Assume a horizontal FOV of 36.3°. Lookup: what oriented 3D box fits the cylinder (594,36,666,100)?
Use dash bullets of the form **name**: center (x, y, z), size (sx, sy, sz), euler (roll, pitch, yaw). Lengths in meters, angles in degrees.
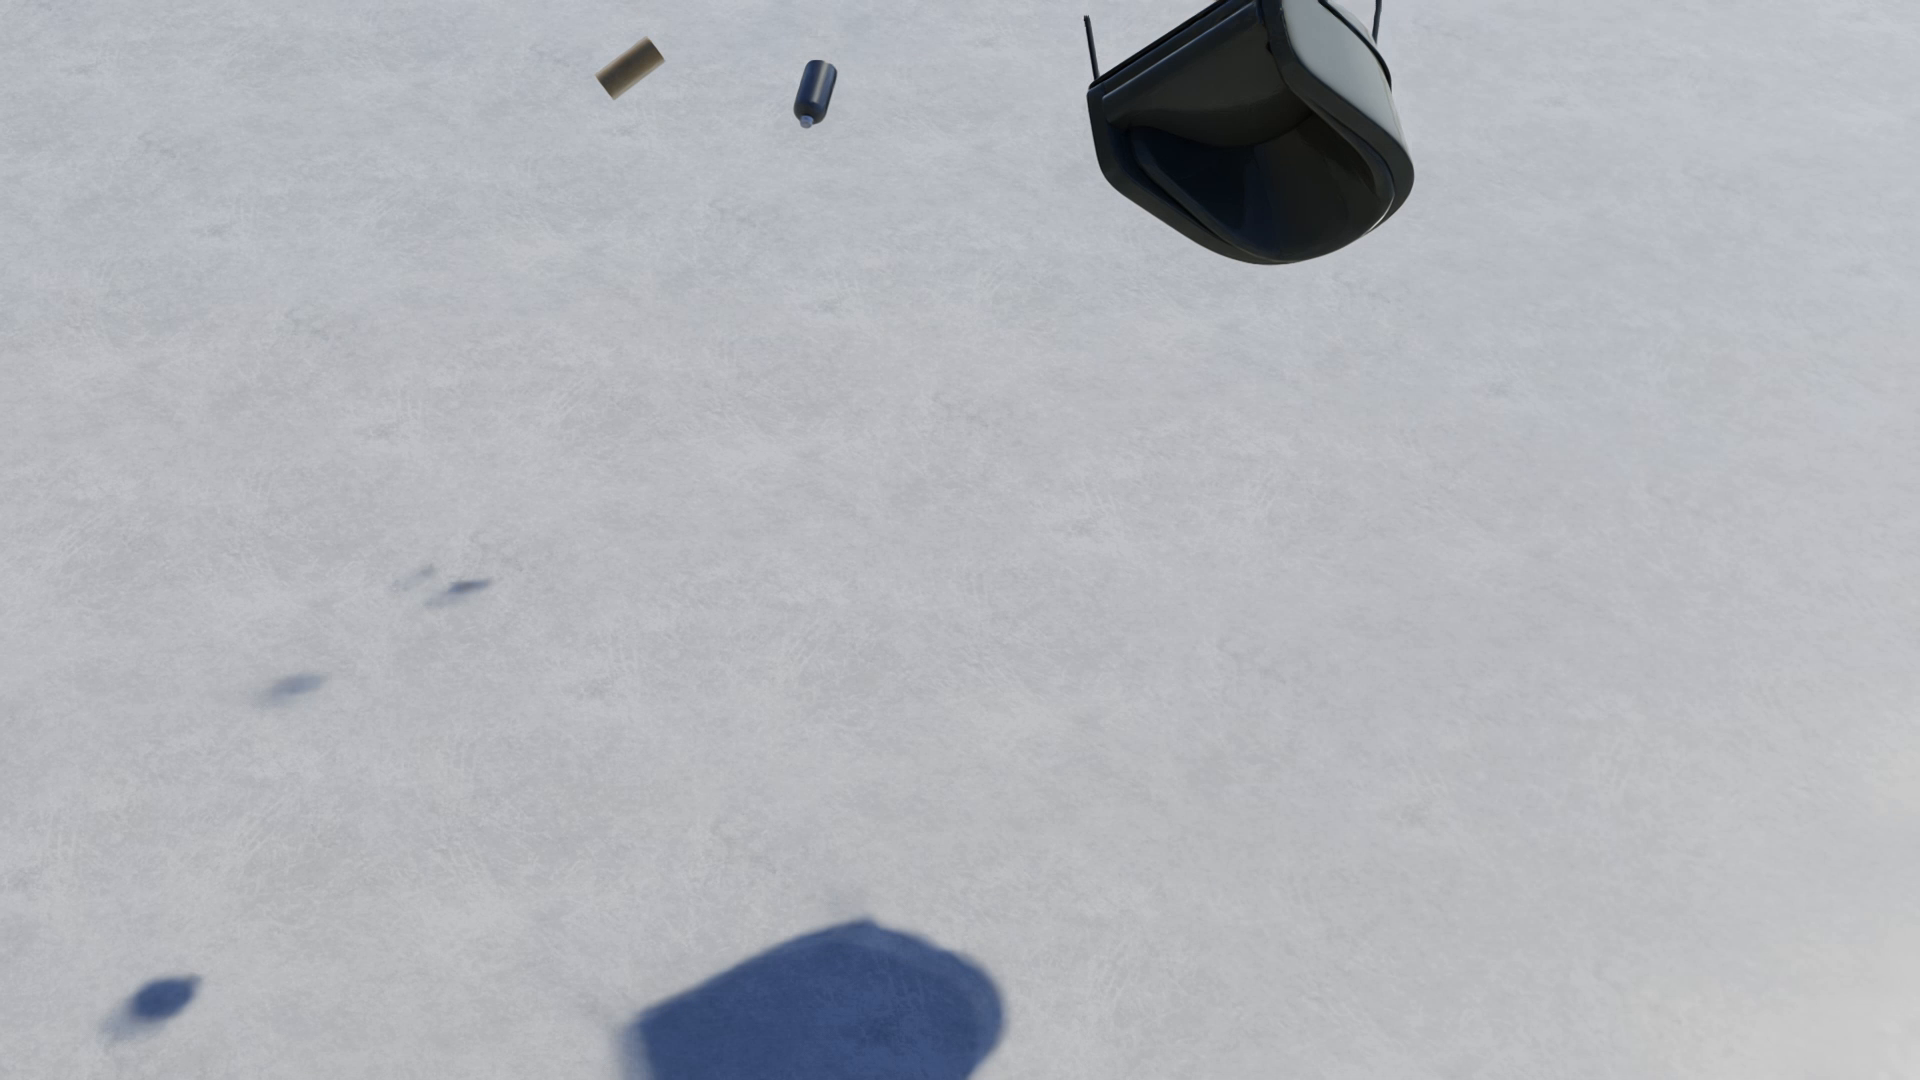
- **cylinder**: center (-1.018, -1.456, 9.045), size (0.201, 0.098, 0.170), euler (-37, 4, 0)
